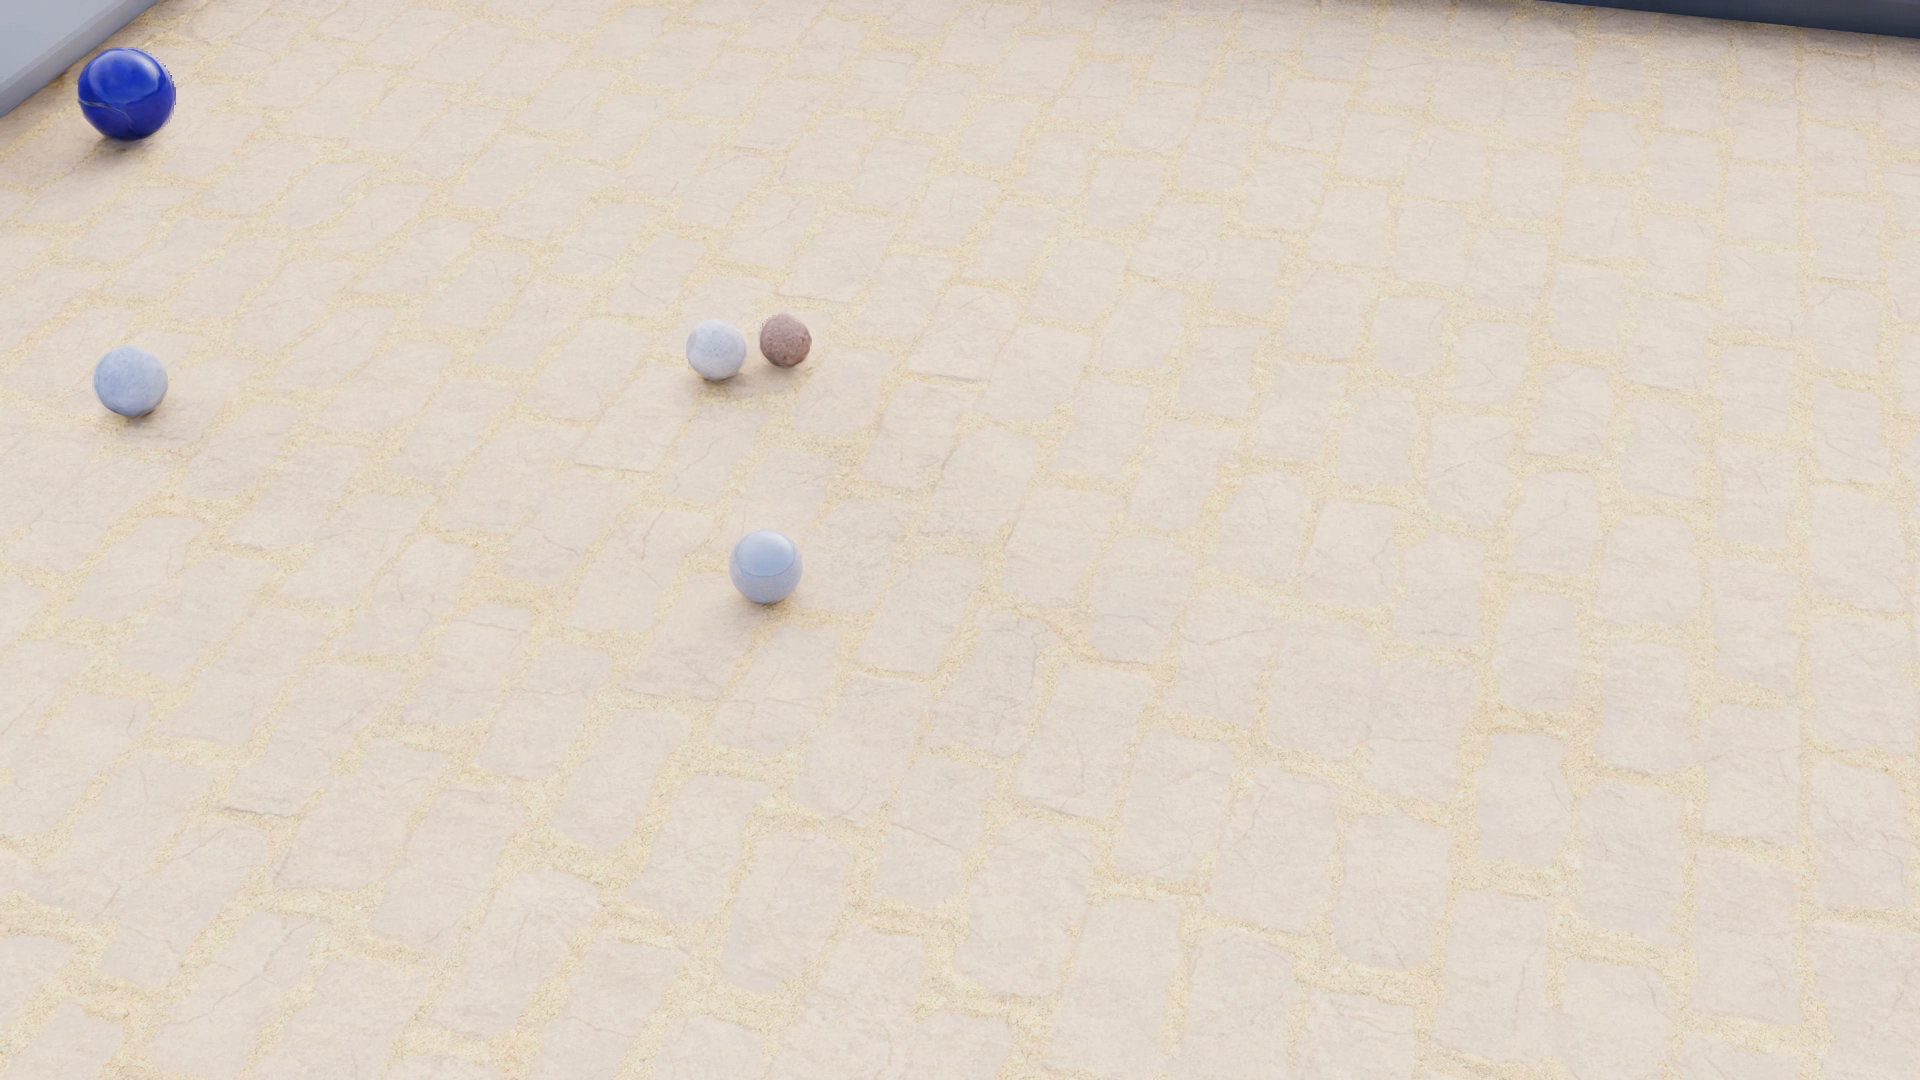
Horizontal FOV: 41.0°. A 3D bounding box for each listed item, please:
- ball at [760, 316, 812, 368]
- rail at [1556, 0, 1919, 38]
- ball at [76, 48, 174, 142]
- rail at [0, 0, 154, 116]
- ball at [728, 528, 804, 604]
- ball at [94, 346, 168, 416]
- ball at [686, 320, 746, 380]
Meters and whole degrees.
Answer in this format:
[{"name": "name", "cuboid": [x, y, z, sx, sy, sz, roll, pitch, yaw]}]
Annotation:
[{"name": "ball", "cuboid": [-0.143, -0.163, 2.102, 0.043, 0.043, 0.043, 0, 35, 0]}, {"name": "rail", "cuboid": [1.365, -0.498, 2.524, 4.411, 0.114, 0.045, 9, 35, 12]}, {"name": "ball", "cuboid": [-0.794, -0.424, 2.441, 0.087, 0.087, 0.087, 0, 35, 0]}, {"name": "rail", "cuboid": [-1.042, -0.183, 2.066, 0.045, 0.114, 2.366, 9, 35, 12]}, {"name": "ball", "cuboid": [-0.139, 0.018, 1.829, 0.053, 0.053, 0.053, 0, 35, 0]}, {"name": "ball", "cuboid": [-0.658, -0.126, 2.036, 0.056, 0.056, 0.056, 0, 35, 0]}, {"name": "ball", "cuboid": [-0.198, -0.154, 2.084, 0.049, 0.049, 0.049, 0, 35, 0]}]
